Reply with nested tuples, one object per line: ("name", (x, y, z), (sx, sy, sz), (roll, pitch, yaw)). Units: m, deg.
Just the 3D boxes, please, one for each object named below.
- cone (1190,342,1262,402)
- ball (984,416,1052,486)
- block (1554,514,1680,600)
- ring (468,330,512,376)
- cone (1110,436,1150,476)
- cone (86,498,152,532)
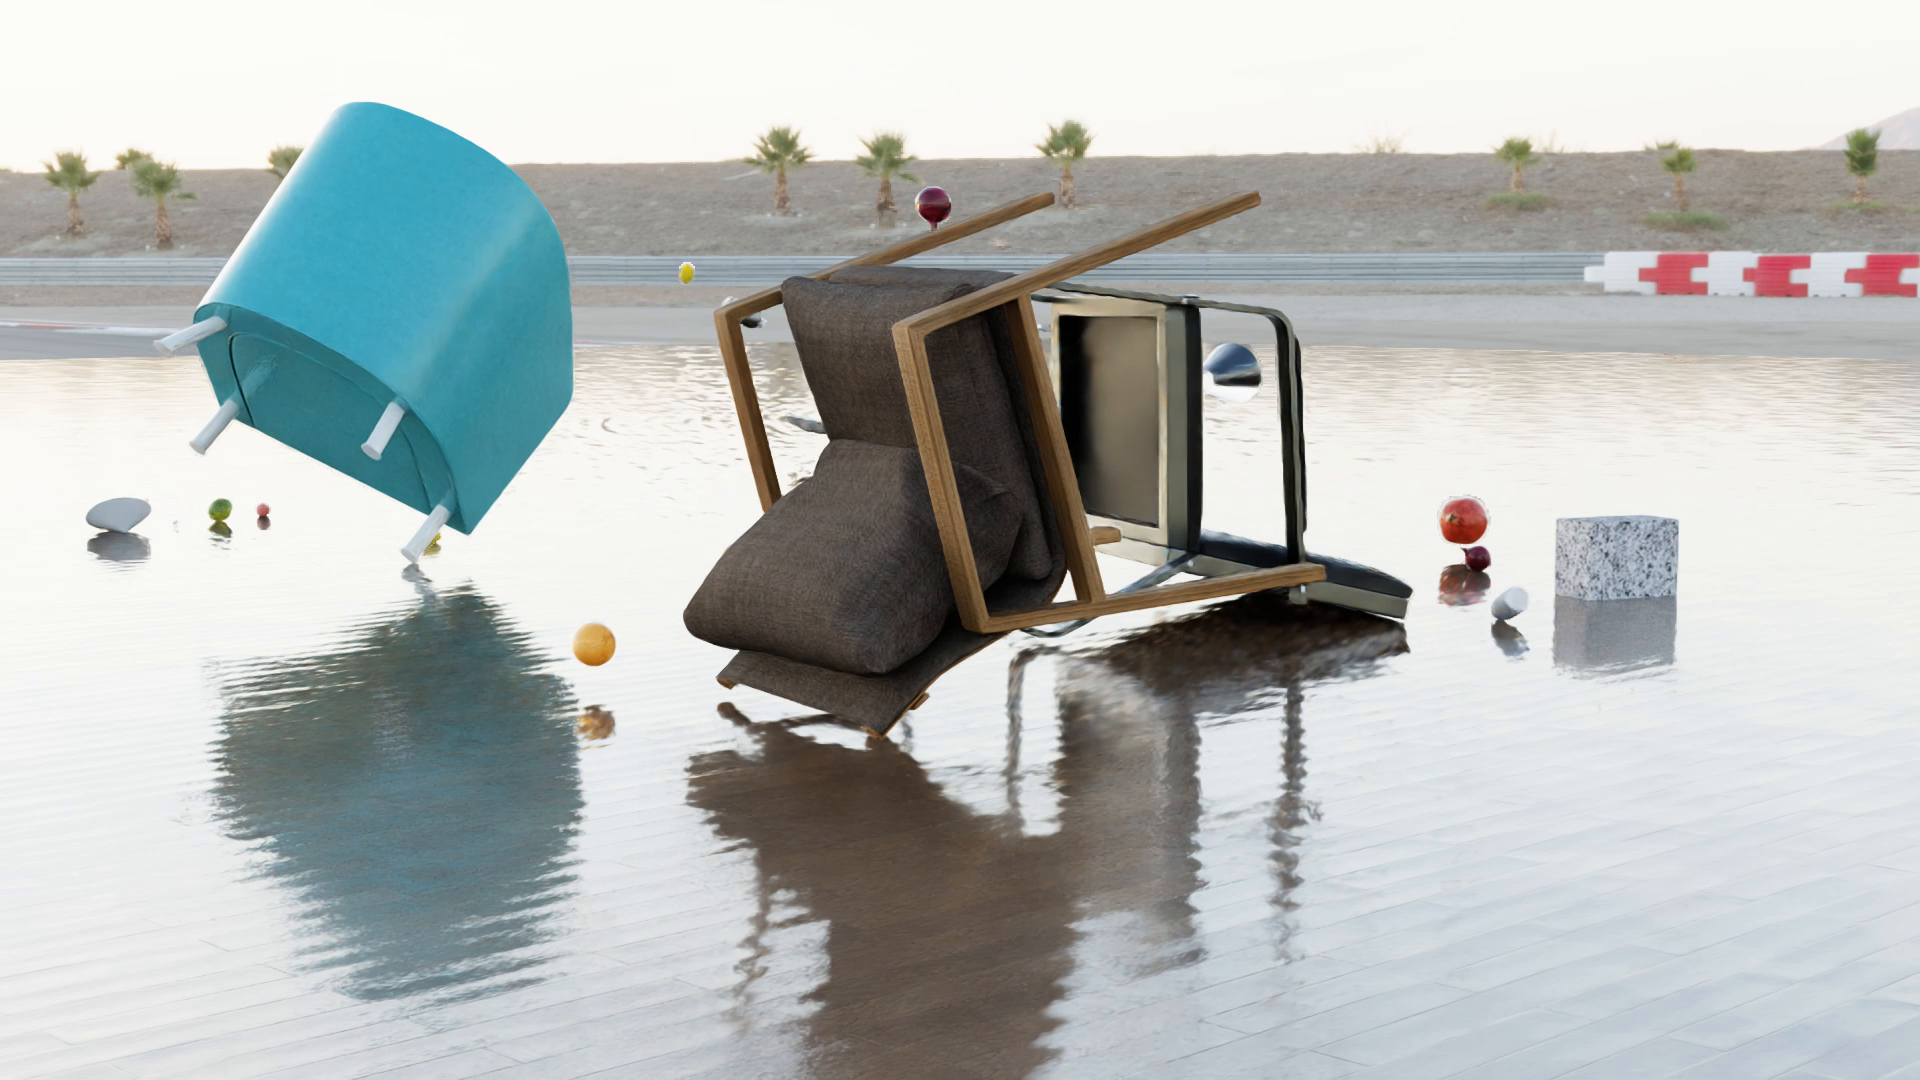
("cone", (0.712, -0.457, 7.280), (0.184, 0.175, 0.216), (-17, 8, -40))
("ball", (0.183, -0.281, 8.080), (0.217, 0.217, 0.217), (0, 6, 0))
("block", (1.356, 0.035, 5.298), (0.221, 0.158, 0.117), (-2, 6, -23))
("ring", (-1.132, -0.450, 6.179), (0.103, 0.116, 0.040), (-22, 22, 0))
("cone", (0.535, -0.243, 8.454), (0.139, 0.147, 0.123), (-40, 13, -35))
("cone", (-2.158, -0.043, 6.607), (0.168, 0.114, 0.074), (-7, 47, -30))
